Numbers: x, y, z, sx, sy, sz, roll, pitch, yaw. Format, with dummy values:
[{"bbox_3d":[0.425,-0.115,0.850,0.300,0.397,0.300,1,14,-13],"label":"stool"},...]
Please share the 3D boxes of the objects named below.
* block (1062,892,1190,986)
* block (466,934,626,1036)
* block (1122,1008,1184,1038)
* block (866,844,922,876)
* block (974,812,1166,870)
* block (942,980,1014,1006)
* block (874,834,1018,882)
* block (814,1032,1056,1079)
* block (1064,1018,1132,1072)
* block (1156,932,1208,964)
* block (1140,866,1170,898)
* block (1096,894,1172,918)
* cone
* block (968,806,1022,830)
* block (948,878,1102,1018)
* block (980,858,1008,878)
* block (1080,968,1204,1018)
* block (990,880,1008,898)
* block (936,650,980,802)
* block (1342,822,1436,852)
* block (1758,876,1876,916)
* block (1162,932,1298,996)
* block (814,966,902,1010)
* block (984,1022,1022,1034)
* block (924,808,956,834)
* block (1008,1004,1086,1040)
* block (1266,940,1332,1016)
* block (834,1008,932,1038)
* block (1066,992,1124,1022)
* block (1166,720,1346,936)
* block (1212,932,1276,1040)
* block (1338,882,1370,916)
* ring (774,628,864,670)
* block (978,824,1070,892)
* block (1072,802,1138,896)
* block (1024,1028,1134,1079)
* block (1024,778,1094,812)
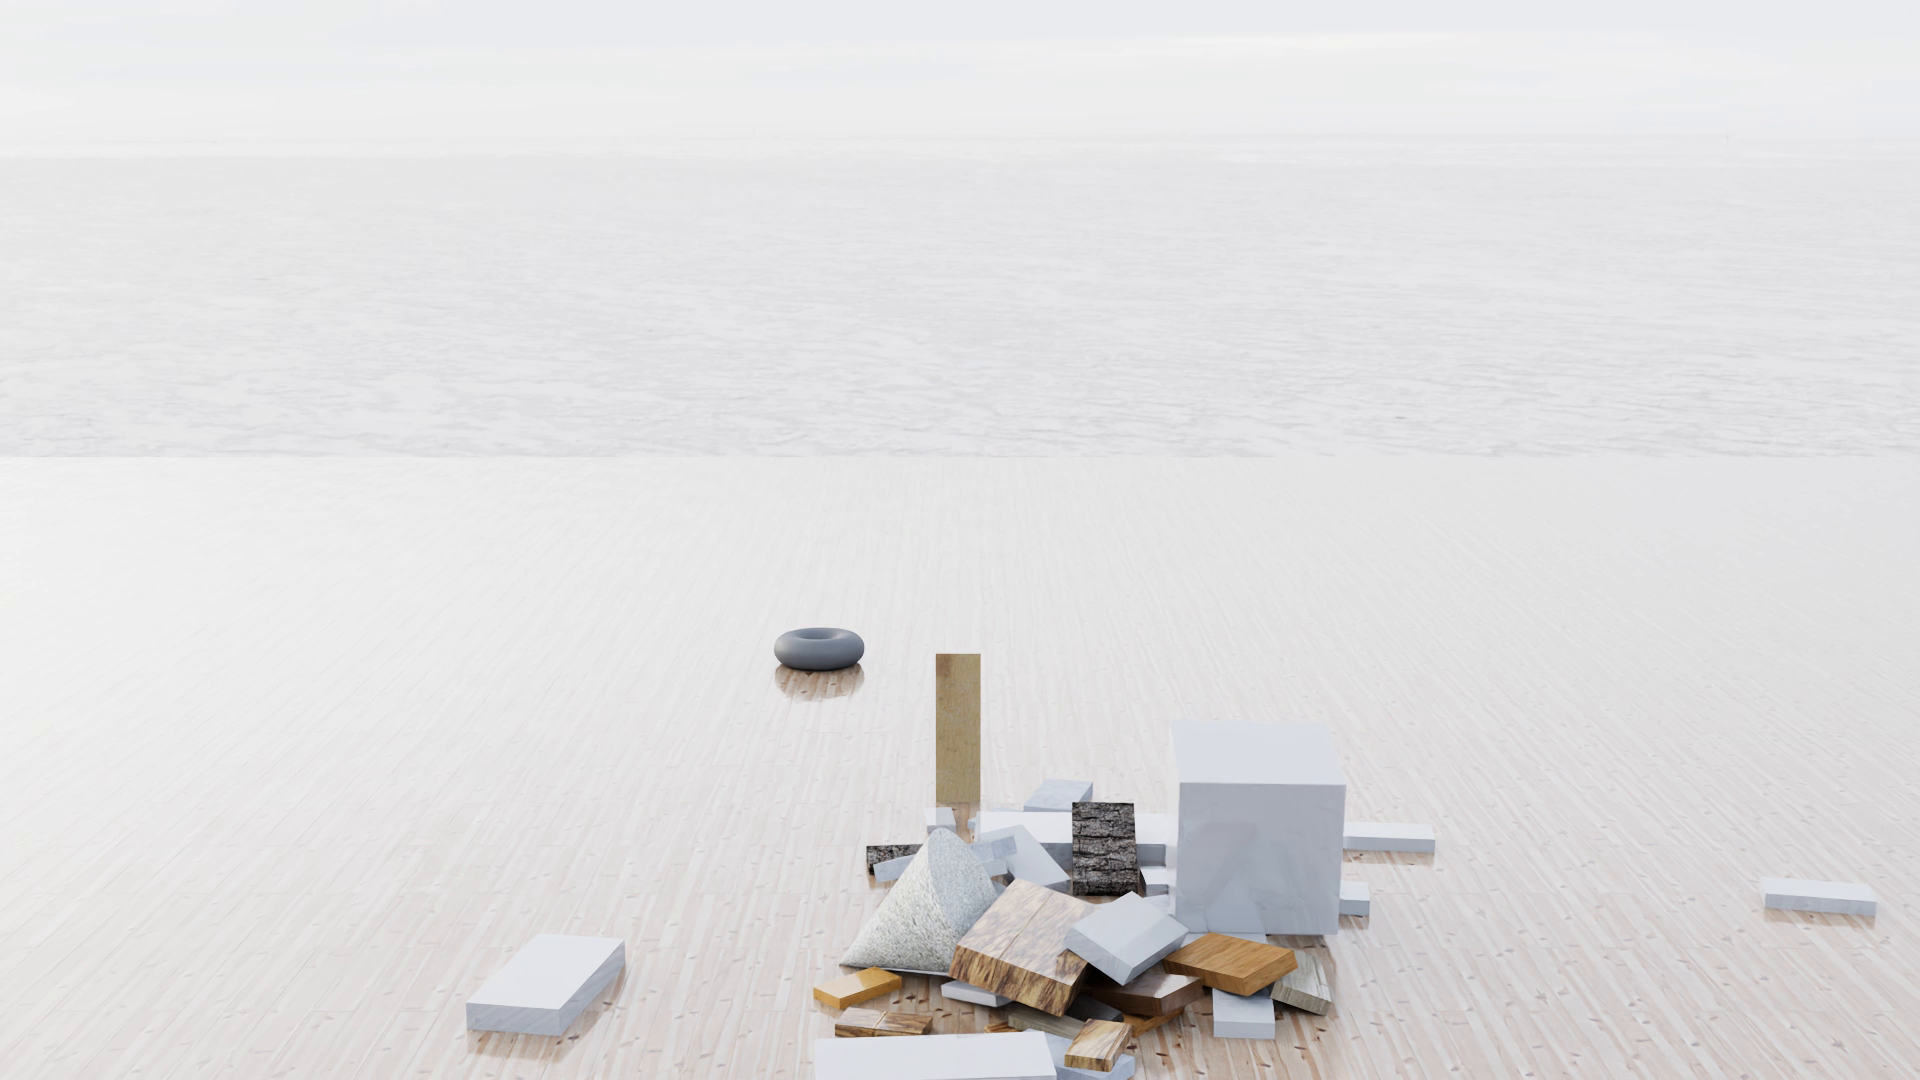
[{"bbox_3d":[0.248,0.587,3.258,0.108,0.030,0.268,32,14,19],"label":"block"},{"bbox_3d":[-0.605,0.651,3.235,0.139,0.039,0.278,2,11,10],"label":"block"},{"bbox_3d":[0.262,0.678,3.146,0.060,0.017,0.120,9,14,40],"label":"block"},{"bbox_3d":[-0.074,0.552,3.808,0.171,0.024,0.085,-1,11,-6],"label":"block"},{"bbox_3d":[0.198,0.528,3.868,0.341,0.048,0.171,0,11,2],"label":"block"},{"bbox_3d":[0.034,0.657,3.207,0.060,0.017,0.120,-9,4,-40],"label":"block"},{"bbox_3d":[-0.024,0.532,3.672,0.215,0.030,0.108,-14,-6,21],"label":"block"},{"bbox_3d":[-0.035,0.693,2.872,0.307,0.039,0.139,-1,11,-5],"label":"block"},{"bbox_3d":[0.188,0.684,2.980,0.063,0.018,0.125,3,11,18],"label":"block"},{"bbox_3d":[0.298,0.628,3.397,0.169,0.024,0.085,1,11,5],"label":"block"},{"bbox_3d":[0.396,0.573,3.690,0.179,0.025,0.090,-1,11,-3],"label":"block"},{"bbox_3d":[0.298,0.602,3.537,0.169,0.024,0.085,-4,11,-22],"label":"block"},{"bbox_3d":[-0.085,0.594,3.323,0.239,0.239,0.239,-28,3,17],"label":"cone"},{"bbox_3d":[0.065,0.514,4.038,0.052,0.015,0.104,8,13,36],"label":"block"},{"bbox_3d":[0.115,0.592,3.228,0.171,0.048,0.350,17,11,13],"label":"block"},{"bbox_3d":[0.020,0.549,3.648,0.086,0.024,0.171,-11,-6,-11],"label":"block"},{"bbox_3d":[0.242,0.651,3.178,0.196,0.028,0.098,-3,6,42],"label":"block"},{"bbox_3d":[0.055,0.594,3.571,0.098,0.028,0.196,-8,13,-36],"label":"block"},{"bbox_3d":[-0.003,0.353,4.155,0.085,0.289,0.024,0,11,0],"label":"block"},{"bbox_3d":[0.758,0.530,3.927,0.170,0.024,0.085,1,11,7],"label":"block"},{"bbox_3d":[1.411,0.586,3.623,0.170,0.024,0.085,3,11,13],"label":"block"},{"bbox_3d":[0.396,0.623,3.239,0.098,0.028,0.196,-22,10,-29],"label":"block"},{"bbox_3d":[-0.151,0.660,3.244,0.120,0.017,0.060,-10,14,-42],"label":"block"},{"bbox_3d":[0.094,0.690,3.090,0.107,0.015,0.054,-5,12,-26],"label":"block"},{"bbox_3d":[-0.038,0.514,4.037,0.052,0.015,0.104,-1,11,-5],"label":"block"},{"bbox_3d":[0.127,0.678,3.071,0.107,0.015,0.054,13,19,33],"label":"block"},{"bbox_3d":[0.495,0.644,3.240,0.085,0.024,0.169,19,11,0],"label":"block"},{"bbox_3d":[-0.108,0.686,3.103,0.125,0.018,0.063,3,11,15],"label":"block"},{"bbox_3d":[0.177,0.674,3.120,0.054,0.015,0.107,-33,27,-28],"label":"block"},{"bbox_3d":[0.465,0.454,3.502,0.253,0.253,0.253,1,17,2],"label":"block"},{"bbox_3d":[0.416,0.654,3.260,0.085,0.024,0.363,1,11,5],"label":"block"},{"bbox_3d":[0.581,0.586,3.619,0.179,0.025,0.090,1,11,8],"label":"block"},{"bbox_3d":[-0.336,0.259,5.257,0.217,0.072,0.217,0,9,0],"label":"ring"},{"bbox_3d":[0.107,0.543,3.708,0.086,0.024,0.171,-9,30,-26],"label":"block"},{"bbox_3d":[0.245,0.524,3.742,0.108,0.030,0.215,0,31,2],"label":"block"},{"bbox_3d":[0.141,0.706,2.979,0.170,0.024,0.085,7,13,34],"label":"block"},{"bbox_3d":[0.186,0.490,4.137,0.092,0.026,0.184,3,11,15],"label":"block"}]
